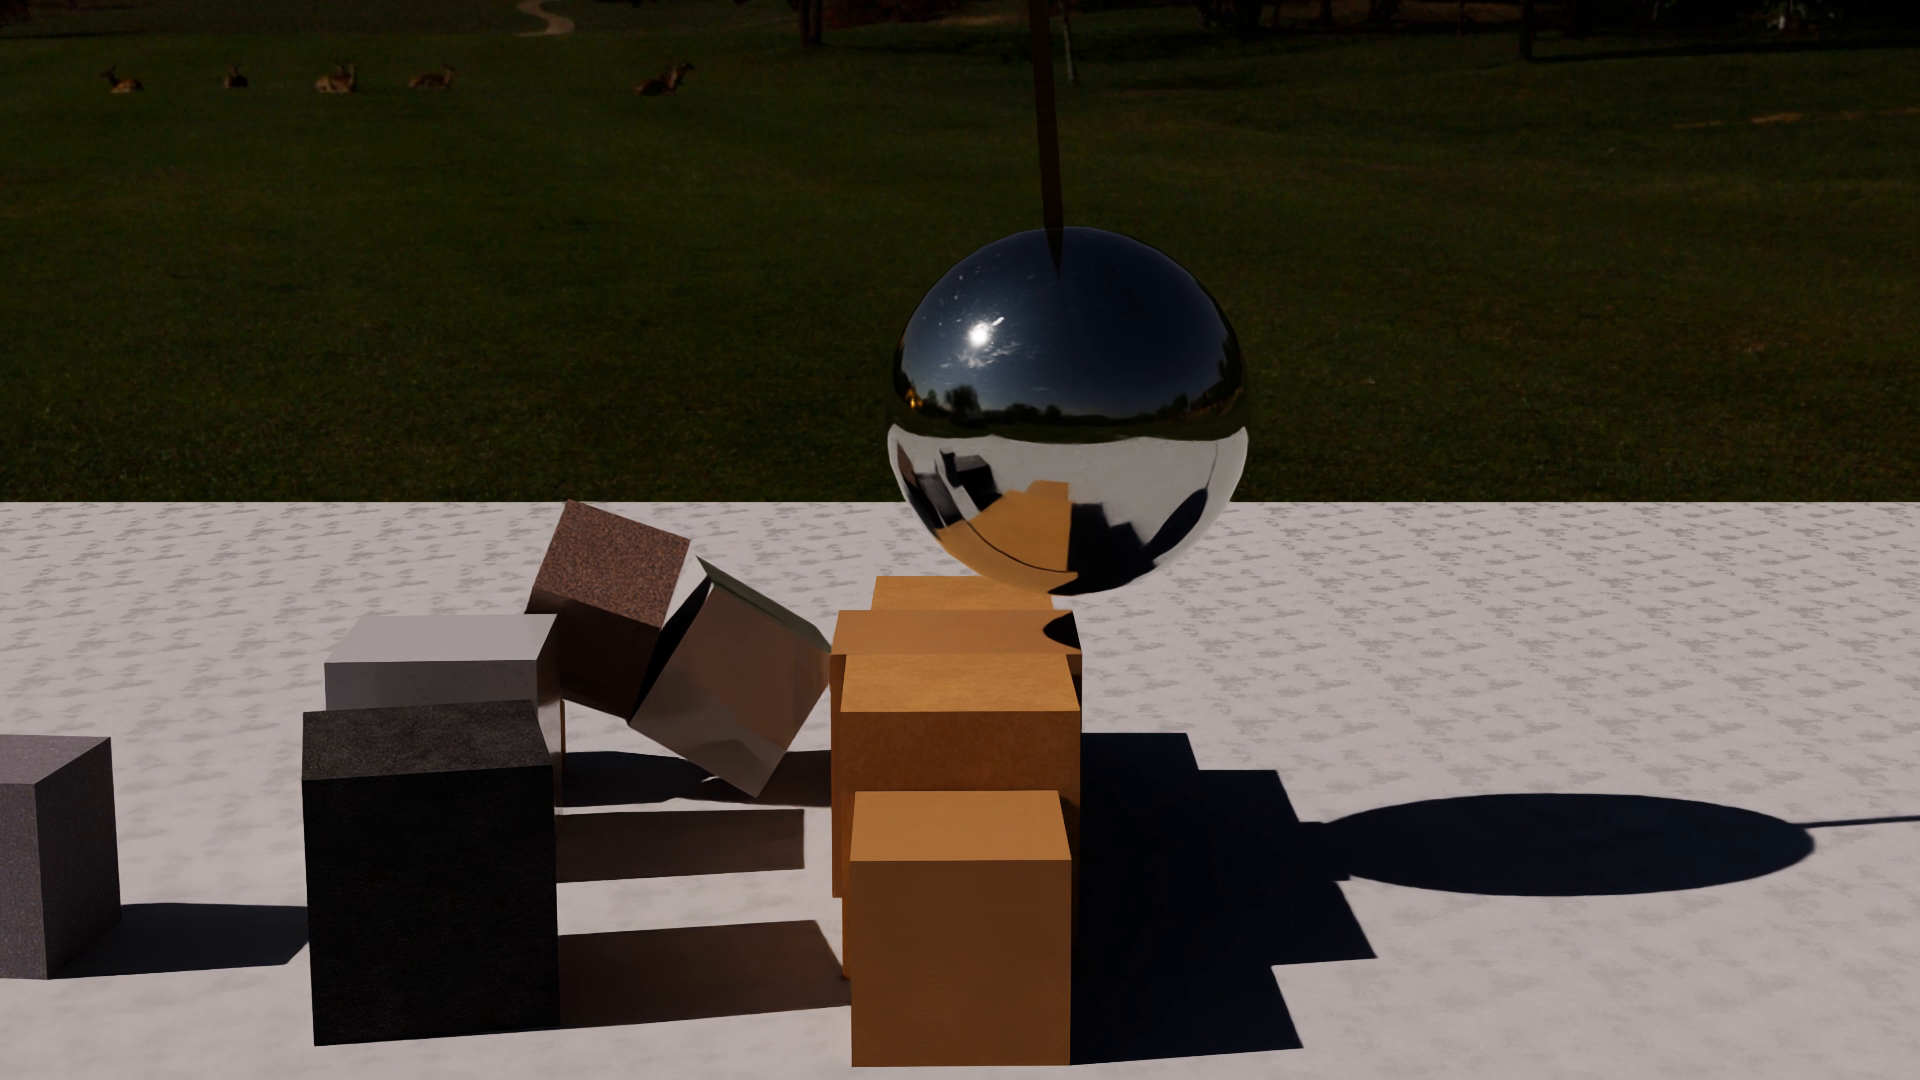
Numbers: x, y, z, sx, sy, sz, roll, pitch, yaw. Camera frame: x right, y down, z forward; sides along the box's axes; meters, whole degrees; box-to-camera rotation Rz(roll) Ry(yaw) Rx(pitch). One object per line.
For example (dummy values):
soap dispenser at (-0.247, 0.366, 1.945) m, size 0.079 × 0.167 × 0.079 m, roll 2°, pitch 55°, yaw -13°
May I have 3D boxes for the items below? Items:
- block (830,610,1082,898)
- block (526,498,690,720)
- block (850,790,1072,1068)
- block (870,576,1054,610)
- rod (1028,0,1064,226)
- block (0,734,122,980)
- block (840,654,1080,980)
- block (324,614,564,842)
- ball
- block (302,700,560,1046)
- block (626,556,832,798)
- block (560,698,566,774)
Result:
block at (-0.017, 0.933, 11.429) m, size 1.070 × 1.076 × 0.915 m, roll 0°, pitch 10°, yaw 0°
block at (-1.752, 0.336, 12.442) m, size 0.626 × 0.643 × 0.668 m, roll 19°, pitch 39°, yaw -6°
block at (-0.005, 1.429, 9.561) m, size 0.782 × 0.768 × 0.890 m, roll 0°, pitch 10°, yaw -1°
block at (0.010, 0.778, 12.342) m, size 0.848 × 1.053 × 0.921 m, roll 0°, pitch 10°, yaw 0°
rod at (0.200, -3.890, 10.473) m, size 0.080 × 5.200 × 0.080 m, roll -4°, pitch 10°, yaw 1°
block at (-3.946, 1.265, 10.385) m, size 0.792 × 0.795 × 0.721 m, roll 1°, pitch 10°, yaw 5°
block at (-0.007, 1.104, 10.464) m, size 0.925 × 1.083 × 0.990 m, roll 0°, pitch 10°, yaw -1°
block at (-2.310, 0.933, 11.612) m, size 0.907 × 1.010 × 0.956 m, roll -1°, pitch 10°, yaw -3°
ball at (0.462, -0.555, 11.079) m, size 1.600 × 1.600 × 1.600 m, roll 0°, pitch 10°, yaw 0°
block at (-2.050, 1.248, 9.889) m, size 0.894 × 1.006 × 1.035 m, roll -3°, pitch 11°, yaw -14°
block at (-1.178, 0.673, 12.879) m, size 0.739 × 0.795 × 0.845 m, roll 31°, pitch 2°, yaw -16°
block at (-2.485, 0.854, 12.778) m, size 0.731 × 0.748 × 0.765 m, roll 4°, pitch 11°, yaw 21°
